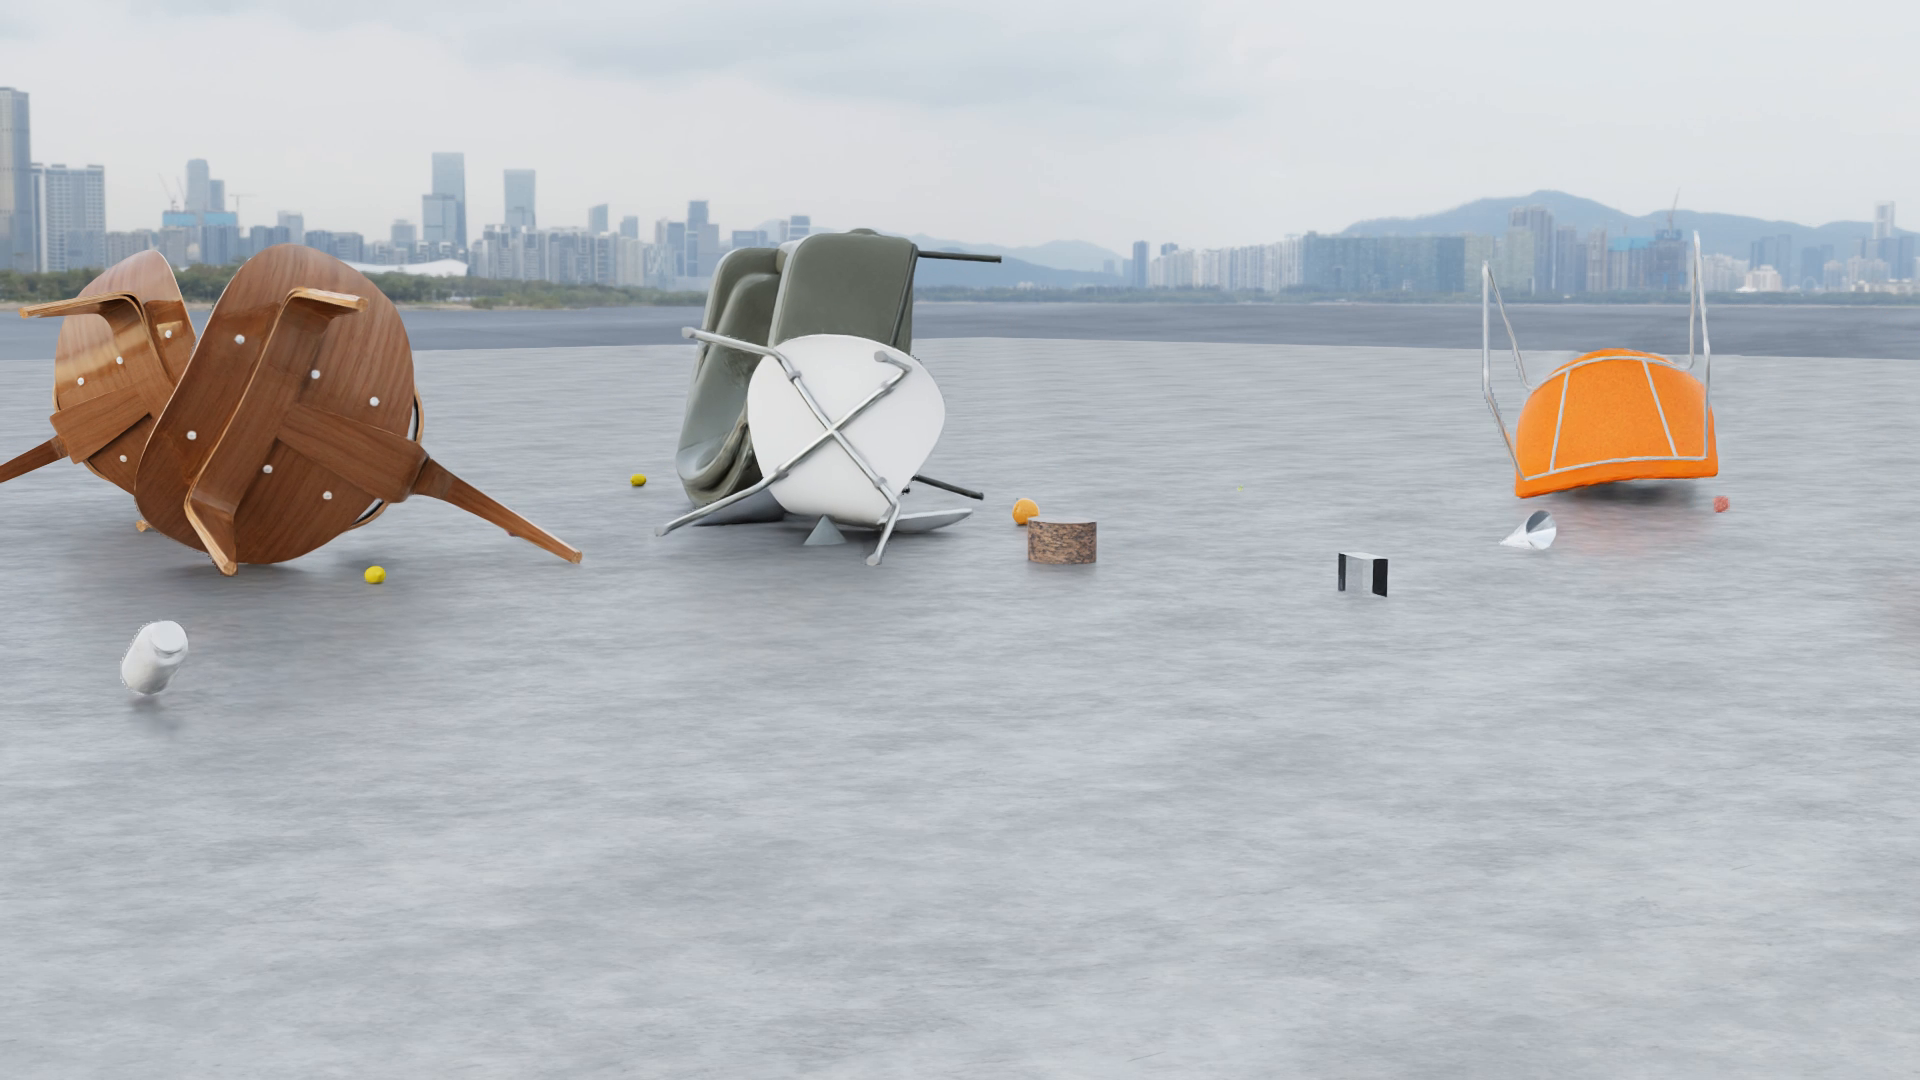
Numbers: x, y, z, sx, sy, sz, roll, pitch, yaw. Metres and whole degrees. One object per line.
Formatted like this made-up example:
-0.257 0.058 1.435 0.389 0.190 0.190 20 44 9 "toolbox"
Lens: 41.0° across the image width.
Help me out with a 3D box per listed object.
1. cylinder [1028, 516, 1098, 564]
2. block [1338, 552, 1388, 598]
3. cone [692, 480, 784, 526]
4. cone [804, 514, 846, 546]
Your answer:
0.237 -0.001 5.956 0.148 0.094 0.186 -4 7 -33 "cylinder"
0.835 0.072 5.317 0.055 0.081 0.125 -2 6 -15 "block"
-0.609 -0.070 6.823 0.264 0.104 0.124 -19 55 -34 "cone"
-0.332 -0.029 6.332 0.129 0.075 0.068 -5 8 -42 "cone"
